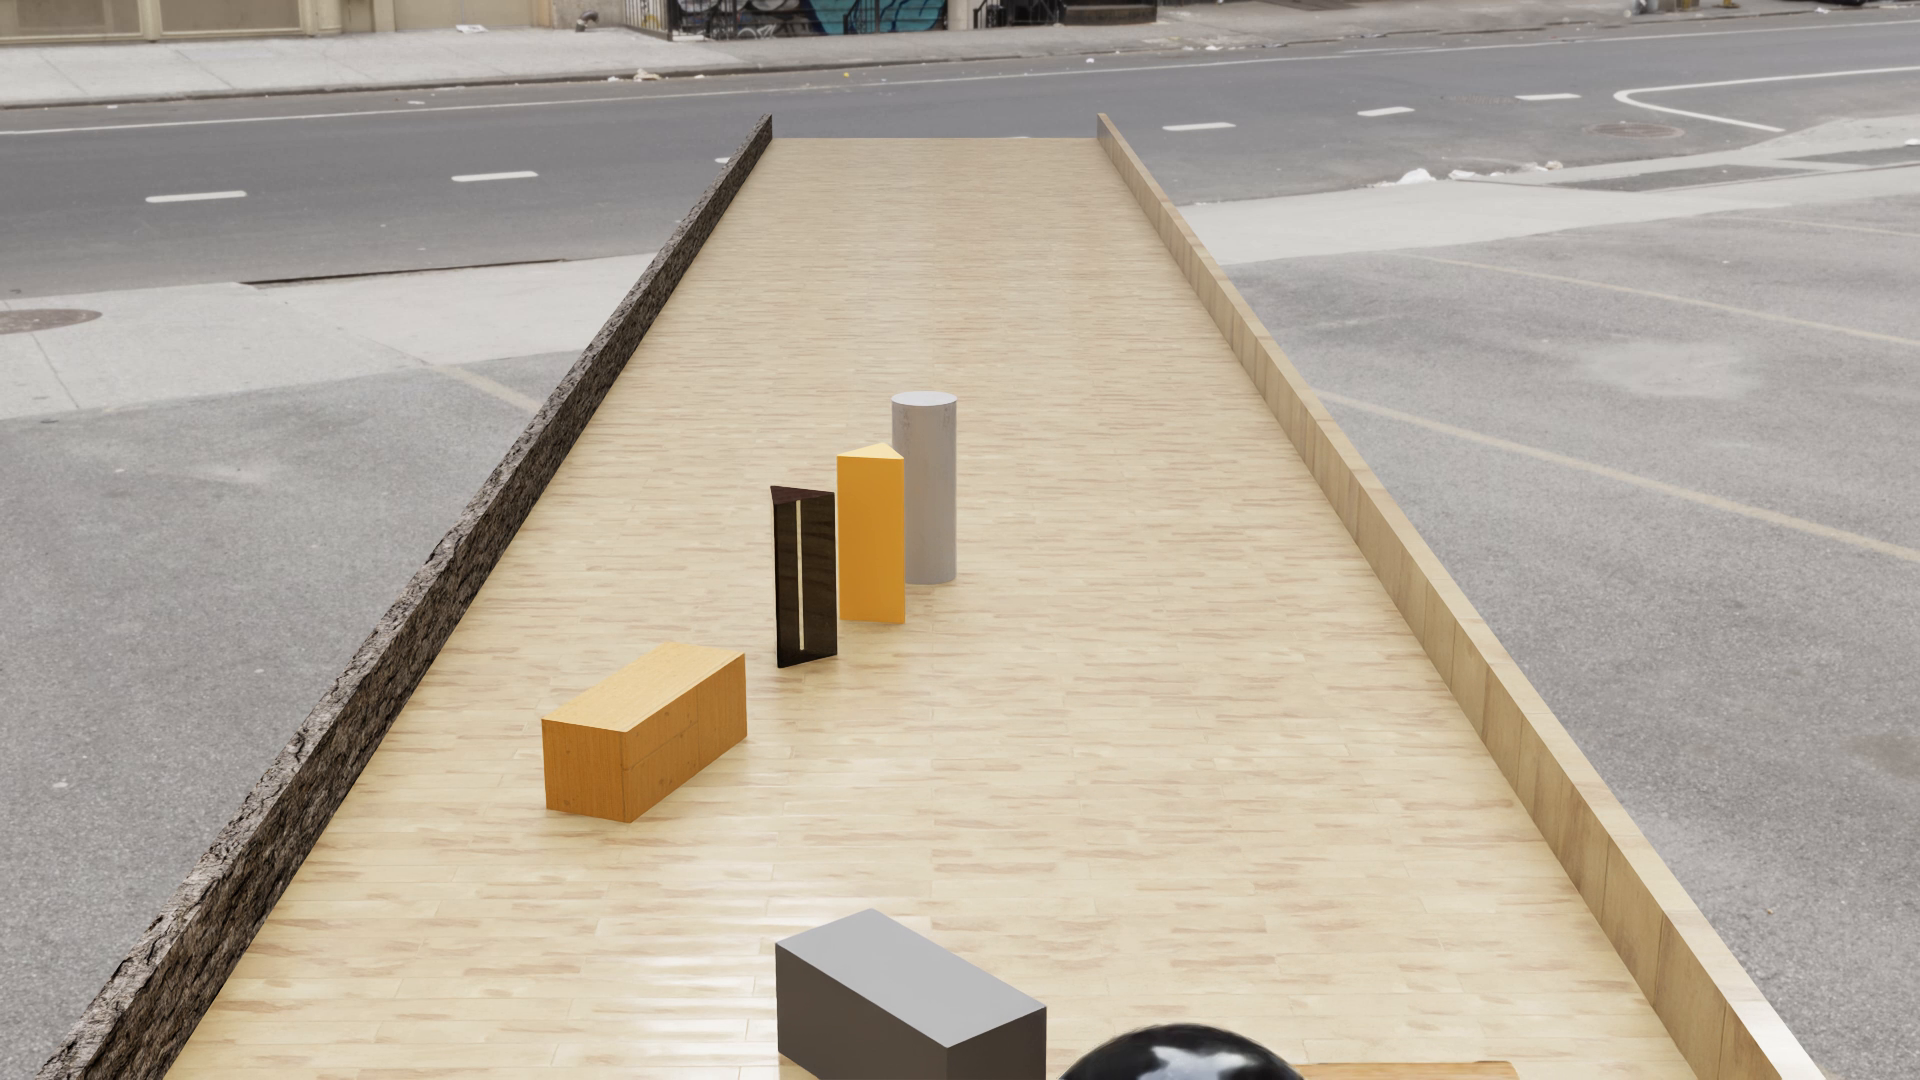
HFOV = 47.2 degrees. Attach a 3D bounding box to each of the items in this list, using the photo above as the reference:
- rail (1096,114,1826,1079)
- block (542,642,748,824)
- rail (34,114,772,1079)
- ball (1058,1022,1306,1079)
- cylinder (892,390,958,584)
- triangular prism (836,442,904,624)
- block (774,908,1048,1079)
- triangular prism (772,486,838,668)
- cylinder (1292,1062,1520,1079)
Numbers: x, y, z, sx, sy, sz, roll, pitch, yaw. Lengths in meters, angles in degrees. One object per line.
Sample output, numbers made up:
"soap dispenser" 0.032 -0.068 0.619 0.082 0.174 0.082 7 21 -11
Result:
"rail" 0.932 -0.844 7.801 0.050 0.150 12.000 0 17 -1
"block" -0.543 0.328 3.840 0.162 0.162 0.422 7 18 21
"rail" -1.118 -0.838 7.780 0.050 0.150 12.000 0 17 -1
"ball" 0.234 0.686 2.303 0.353 0.353 0.353 0 17 0
"cylinder" -0.079 -0.117 4.903 0.145 0.408 0.145 0 17 0
"triangular prism" -0.175 -0.017 4.657 0.141 0.358 0.122 3 17 11
"block" -0.068 0.630 2.829 0.160 0.160 0.356 -13 21 -38
"triangular prism" -0.341 0.067 4.409 0.141 0.338 0.123 -12 21 -36
"cylinder" 0.449 0.700 2.569 0.392 0.172 0.172 0 17 -1
